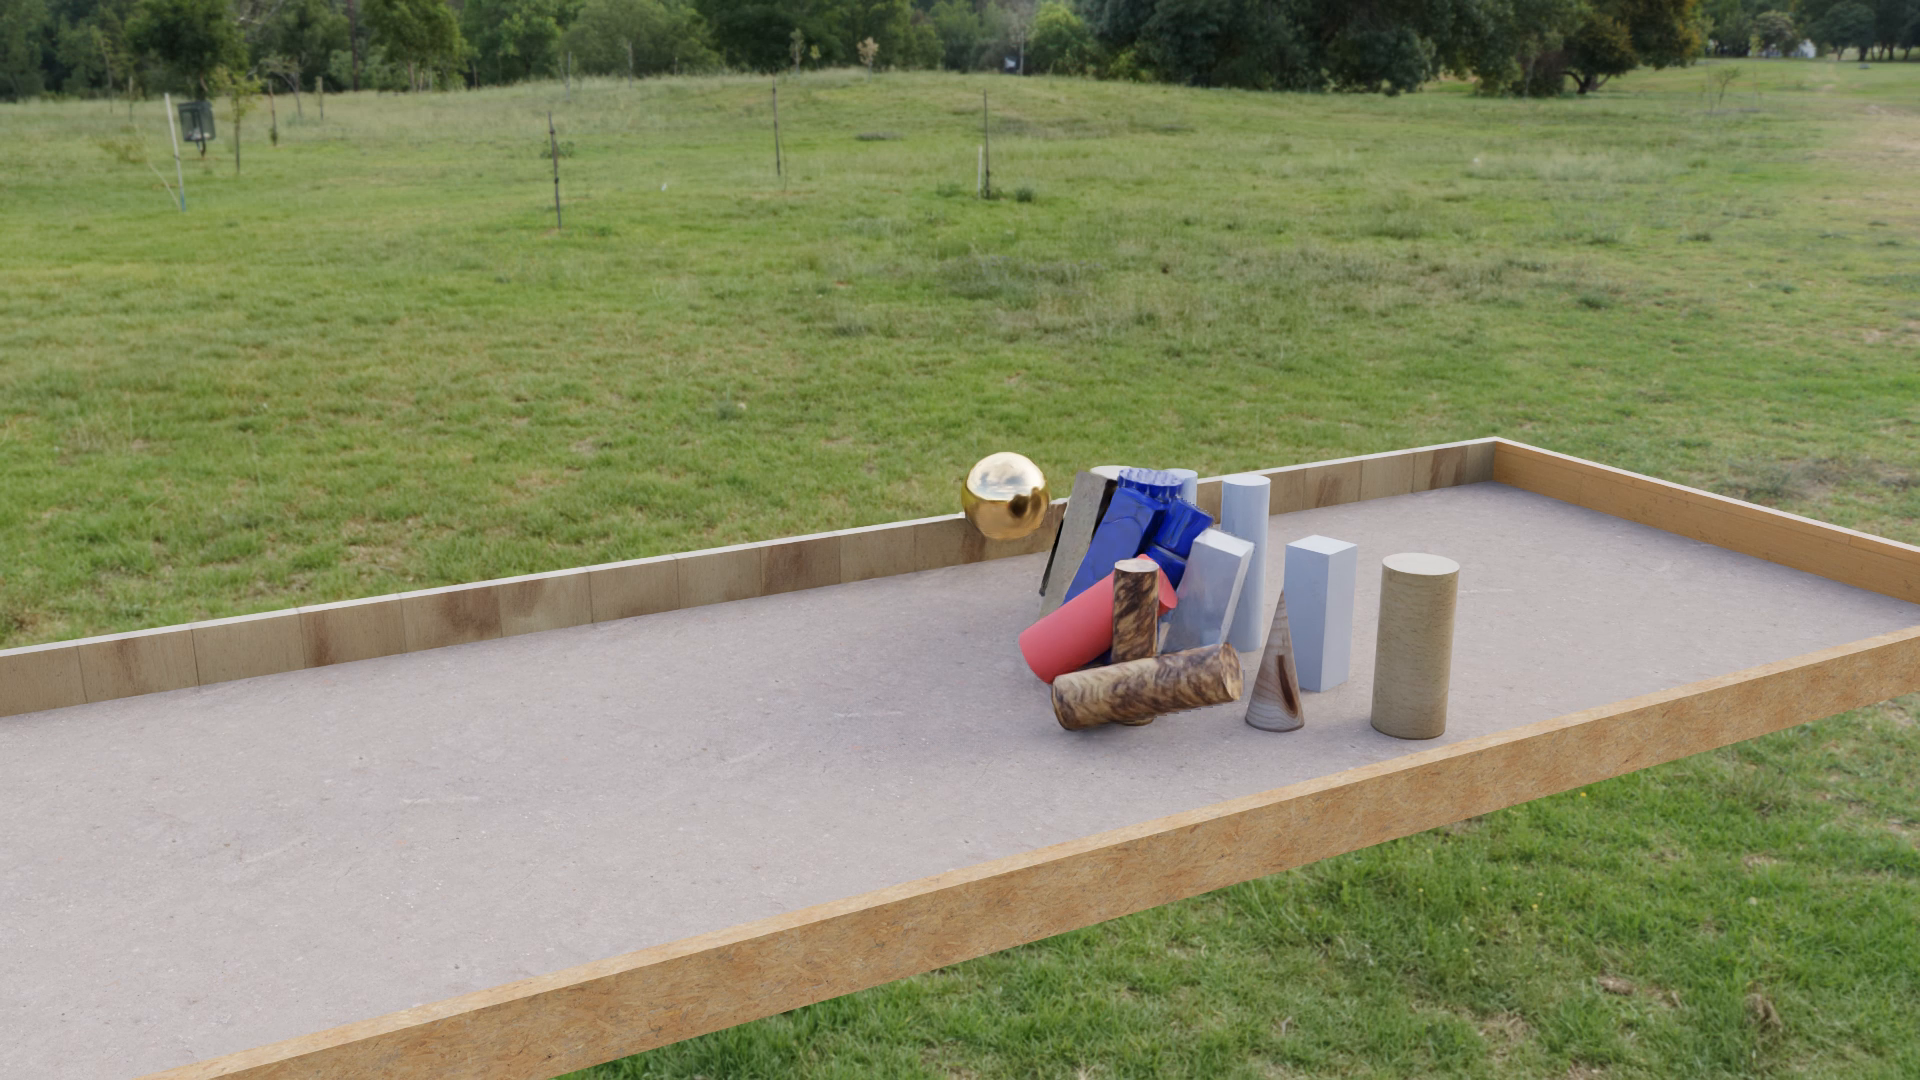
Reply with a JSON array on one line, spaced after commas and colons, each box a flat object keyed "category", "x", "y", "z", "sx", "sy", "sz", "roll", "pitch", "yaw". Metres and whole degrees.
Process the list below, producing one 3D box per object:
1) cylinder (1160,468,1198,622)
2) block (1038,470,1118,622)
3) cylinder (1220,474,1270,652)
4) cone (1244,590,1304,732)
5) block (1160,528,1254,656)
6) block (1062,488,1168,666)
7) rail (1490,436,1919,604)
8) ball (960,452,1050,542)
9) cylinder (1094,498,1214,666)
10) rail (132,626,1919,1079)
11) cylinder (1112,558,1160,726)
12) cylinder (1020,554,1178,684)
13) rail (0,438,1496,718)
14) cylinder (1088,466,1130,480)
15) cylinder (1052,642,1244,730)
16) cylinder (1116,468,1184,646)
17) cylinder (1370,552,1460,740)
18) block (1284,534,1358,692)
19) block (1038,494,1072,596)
[{"category": "cylinder", "x": 0.596, "y": 0.017, "z": 4.561, "sx": 0.105, "sy": 0.415, "sz": 0.105, "roll": 0, "pitch": 16, "yaw": 0}, {"category": "block", "x": 0.335, "y": 0.040, "z": 4.423, "sx": 0.109, "sy": 0.432, "sz": 0.109, "roll": 9, "pitch": 7, "yaw": -44}, {"category": "cylinder", "x": 0.743, "y": 0.061, "z": 4.343, "sx": 0.124, "sy": 0.453, "sz": 0.124, "roll": 0, "pitch": 16, "yaw": 0}, {"category": "cone", "x": 0.744, "y": 0.267, "z": 3.852, "sx": 0.139, "sy": 0.335, "sz": 0.139, "roll": 0, "pitch": 16, "yaw": 0}, {"category": "block", "x": 0.602, "y": 0.174, "z": 4.068, "sx": 0.124, "sy": 0.372, "sz": 0.124, "roll": 20, "pitch": 22, "yaw": 18}, {"category": "block", "x": 0.370, "y": 0.096, "z": 4.189, "sx": 0.113, "sy": 0.450, "sz": 0.113, "roll": 31, "pitch": 16, "yaw": 22}, {"category": "rail", "x": 2.466, "y": -0.048, "z": 5.253, "sx": 0.050, "sy": 0.150, "sz": 2.100, "roll": -9, "pitch": 18, "yaw": -27}, {"category": "ball", "x": 0.137, "y": -0.130, "z": 4.938, "sx": 0.269, "sy": 0.269, "sz": 0.269, "roll": 0, "pitch": 16, "yaw": 0}, {"category": "cylinder", "x": 0.482, "y": 0.121, "z": 4.143, "sx": 0.115, "sy": 0.449, "sz": 0.115, "roll": 26, "pitch": 7, "yaw": -4}, {"category": "rail", "x": -2.336, "y": 1.006, "z": 1.665, "sx": 12.000, "sy": 0.150, "sz": 0.050, "roll": -9, "pitch": 18, "yaw": -27}, {"category": "cylinder", "x": 0.409, "y": 0.241, "z": 3.864, "sx": 0.104, "sy": 0.379, "sz": 0.104, "roll": 0, "pitch": 16, "yaw": 0}, {"category": "cylinder", "x": 0.338, "y": 0.197, "z": 4.061, "sx": 0.374, "sy": 0.153, "sz": 0.153, "roll": -35, "pitch": 2, "yaw": 24}, {"category": "rail", "x": -3.305, "y": 0.497, "z": 3.399, "sx": 12.000, "sy": 0.150, "sz": 0.050, "roll": -9, "pitch": 18, "yaw": -27}, {"category": "cylinder", "x": 0.450, "y": -0.030, "z": 4.837, "sx": 0.155, "sy": 0.350, "sz": 0.155, "roll": 0, "pitch": 16, "yaw": 0}, {"category": "cylinder", "x": 0.422, "y": 0.335, "z": 3.747, "sx": 0.418, "sy": 0.131, "sz": 0.131, "roll": -14, "pitch": 8, "yaw": 28}, {"category": "cylinder", "x": 0.472, "y": 0.051, "z": 4.353, "sx": 0.171, "sy": 0.451, "sz": 0.171, "roll": 6, "pitch": 17, "yaw": -2}, {"category": "cylinder", "x": 1.050, "y": 0.245, "z": 3.814, "sx": 0.170, "sy": 0.398, "sz": 0.170, "roll": 0, "pitch": 16, "yaw": 0}, {"category": "block", "x": 0.890, "y": 0.182, "z": 4.103, "sx": 0.125, "sy": 0.356, "sz": 0.125, "roll": -15, "pitch": 22, "yaw": -42}, {"category": "block", "x": 0.363, "y": 0.023, "z": 4.603, "sx": 0.152, "sy": 0.348, "sz": 0.152, "roll": 14, "pitch": 11, "yaw": -17}]
